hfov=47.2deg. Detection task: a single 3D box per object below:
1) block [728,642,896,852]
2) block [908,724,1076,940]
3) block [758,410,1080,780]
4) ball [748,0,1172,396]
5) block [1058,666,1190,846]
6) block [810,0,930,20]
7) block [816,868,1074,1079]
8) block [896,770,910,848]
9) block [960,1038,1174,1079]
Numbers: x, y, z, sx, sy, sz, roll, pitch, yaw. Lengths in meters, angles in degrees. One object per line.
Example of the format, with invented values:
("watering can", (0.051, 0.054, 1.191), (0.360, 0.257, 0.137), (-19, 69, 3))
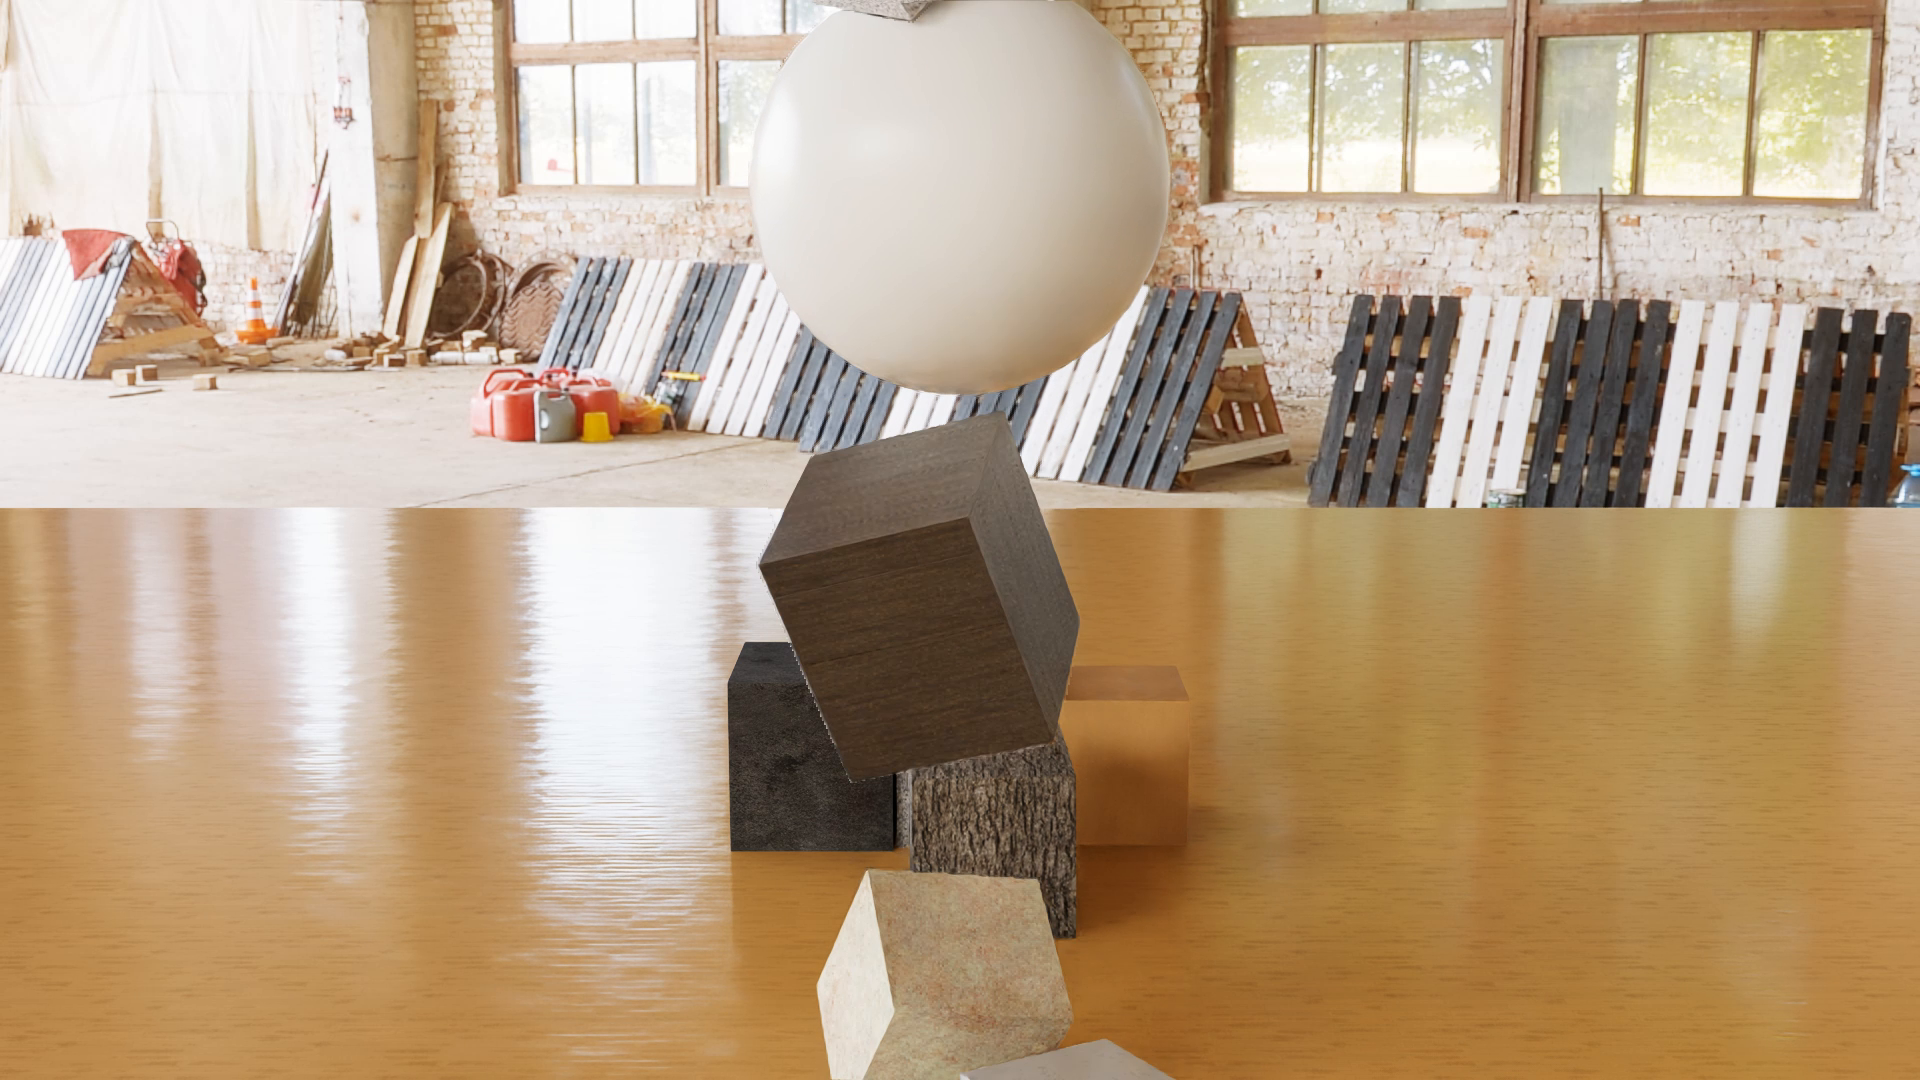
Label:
("block", (-0.740, 1.051, 11.364), (0.814, 0.867, 0.903), (0, 10, 0))
("block", (0.135, 1.329, 10.069), (0.719, 0.753, 0.795), (-1, 12, -2))
("block", (-0.101, 0.172, 6.963), (0.675, 0.809, 0.707), (-13, 26, 17))
("ball", (0.000, -1.353, 8.376), (1.600, 1.600, 1.600), (0, 10, 0))
("block", (0.792, 1.104, 11.394), (0.712, 0.751, 0.744), (0, 10, 0))
("block", (-0.320, -2.307, 7.798), (0.590, 0.609, 0.645), (-49, 38, -13))
("block", (-0.069, 1.627, 7.753), (0.643, 0.669, 0.602), (7, 41, -20))
("block", (0.057, 1.079, 11.386), (0.749, 0.804, 0.800), (0, 10, 0))
("block", (0.367, 1.972, 6.754), (0.607, 0.603, 0.542), (-2, 15, -40))
